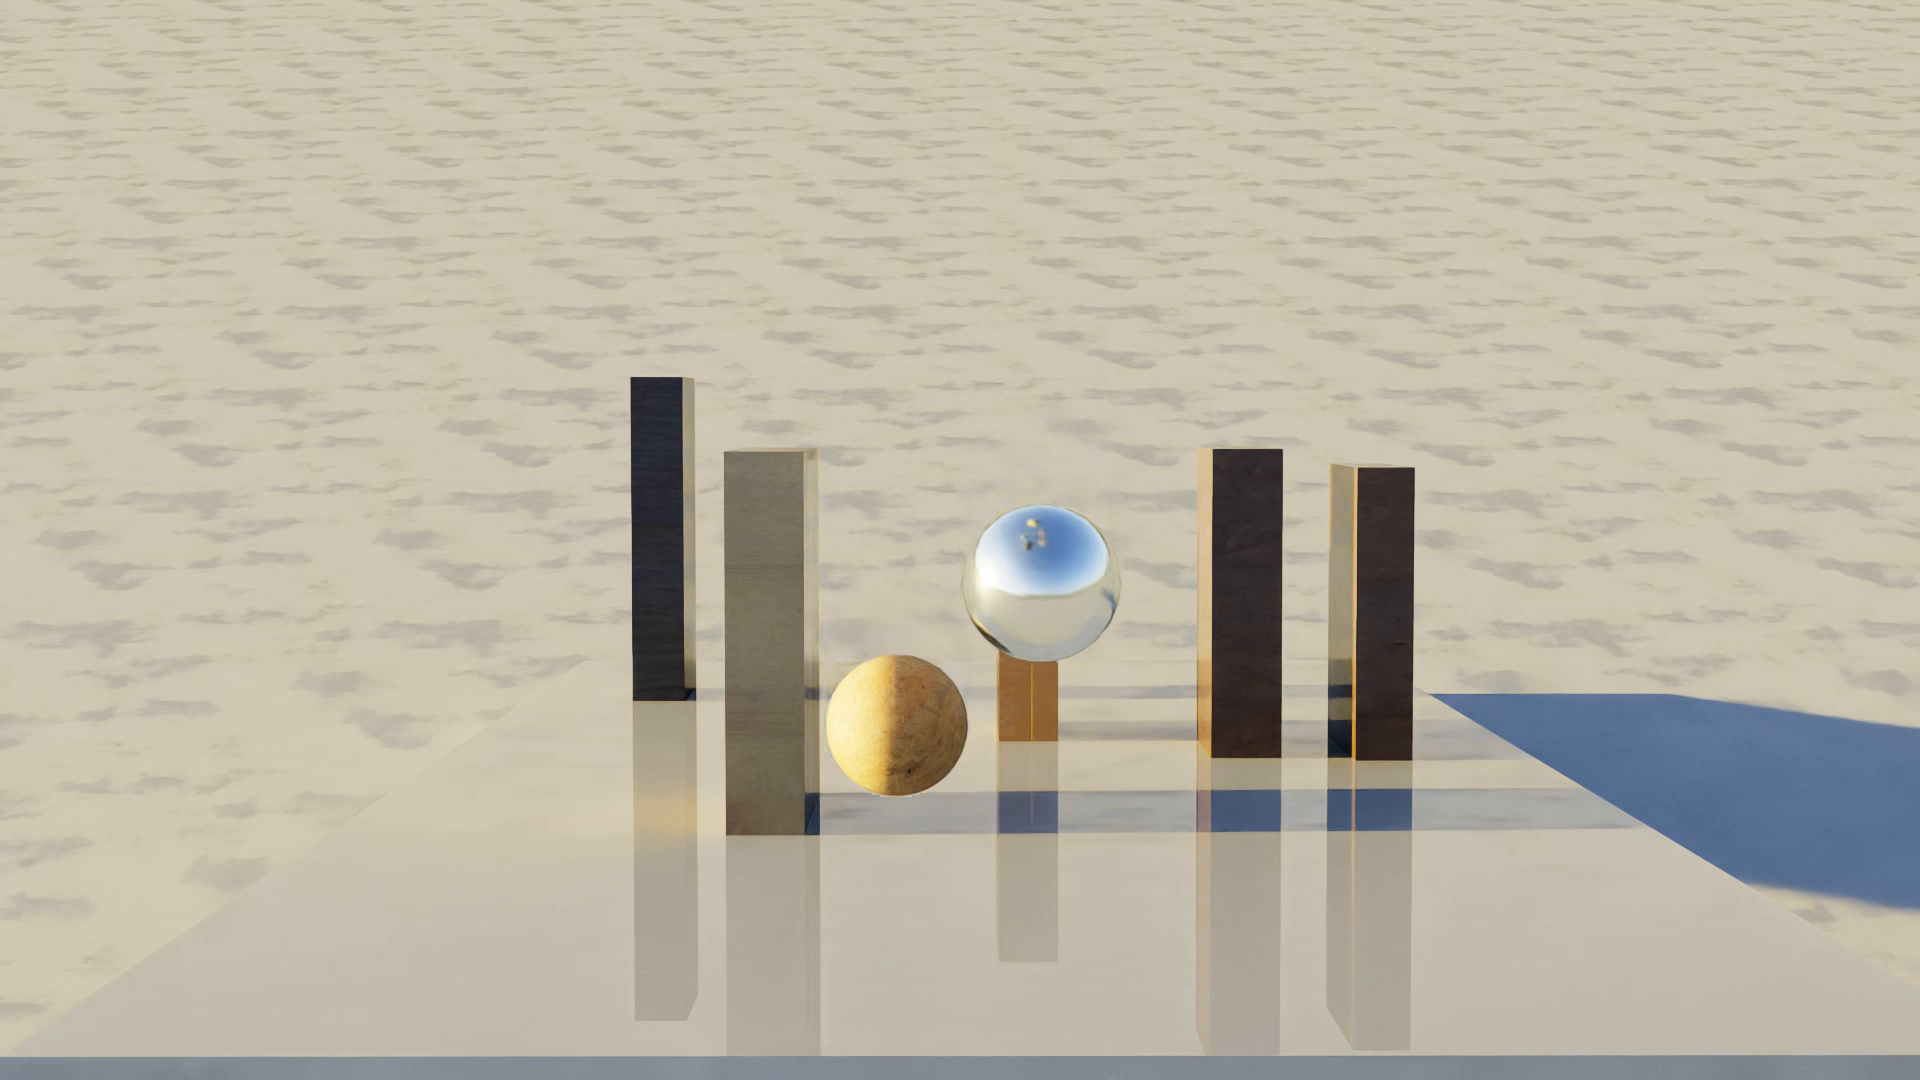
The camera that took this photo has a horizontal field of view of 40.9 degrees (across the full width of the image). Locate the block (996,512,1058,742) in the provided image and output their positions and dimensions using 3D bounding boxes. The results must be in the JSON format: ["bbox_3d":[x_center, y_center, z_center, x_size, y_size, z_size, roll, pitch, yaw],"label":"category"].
[{"bbox_3d":[0.131,0.165,5.079,0.113,0.428,0.312,0,3,0],"label":"block"}]

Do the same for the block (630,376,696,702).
[{"bbox_3d":[-0.659,-0.008,5.732,0.114,0.707,0.258,0,3,0],"label":"block"}]

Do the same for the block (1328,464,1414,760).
[{"bbox_3d":[0.768,0.126,4.821,0.104,0.531,0.347,0,3,0],"label":"block"}]

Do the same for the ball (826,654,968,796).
[{"bbox_3d":[-0.066,0.194,2.697,0.149,0.149,0.149,0,22,0],"label":"ball"}]

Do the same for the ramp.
[{"bbox_3d":[0.050,0.457,4.533,2.000,0.100,4.000,0,3,0],"label":"ramp"}]

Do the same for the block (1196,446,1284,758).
[{"bbox_3d":[0.522,0.109,4.819,0.128,0.565,0.279,0,3,0],"label":"block"}]

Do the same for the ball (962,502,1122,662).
[{"bbox_3d":[0.080,0.041,2.518,0.156,0.156,0.156,0,22,0],"label":"ball"}]

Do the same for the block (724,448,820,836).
[{"bbox_3d":[-0.292,0.145,4.044,0.118,0.574,0.424,0,3,0],"label":"block"}]
